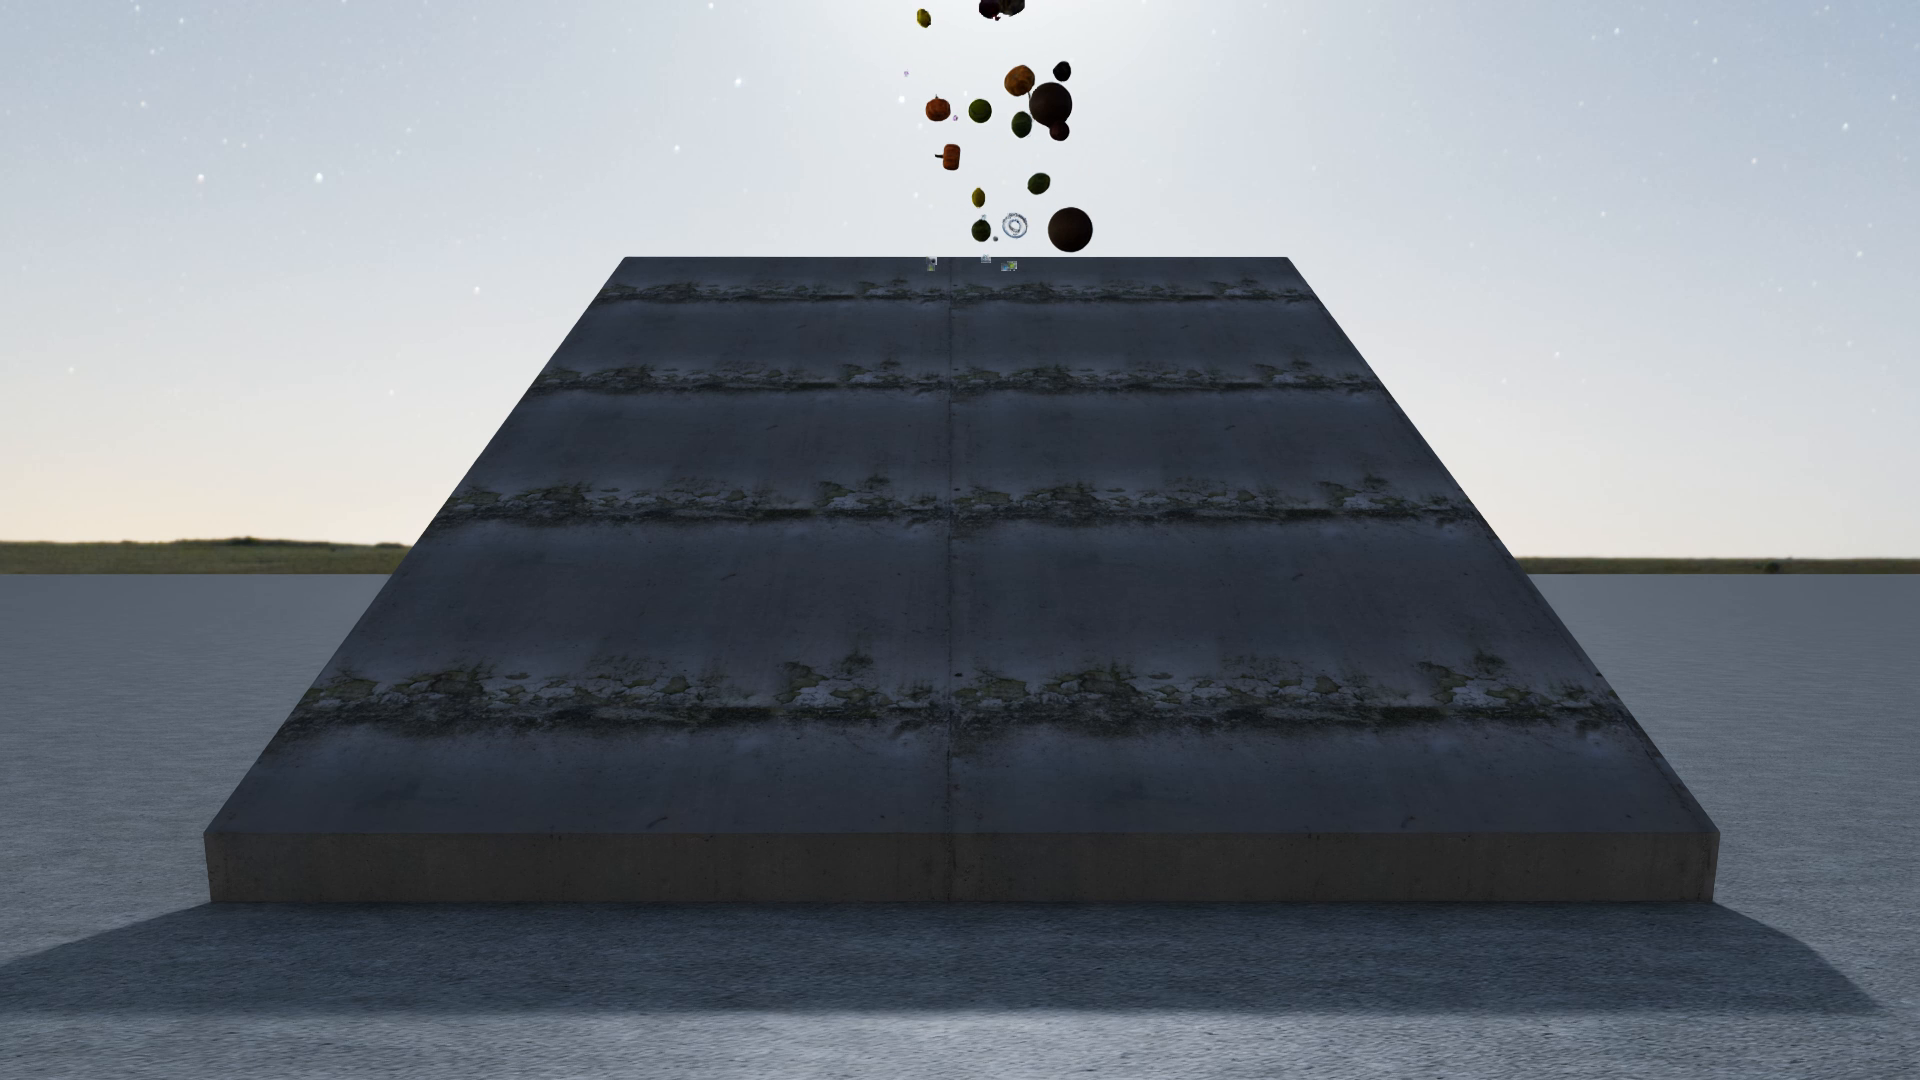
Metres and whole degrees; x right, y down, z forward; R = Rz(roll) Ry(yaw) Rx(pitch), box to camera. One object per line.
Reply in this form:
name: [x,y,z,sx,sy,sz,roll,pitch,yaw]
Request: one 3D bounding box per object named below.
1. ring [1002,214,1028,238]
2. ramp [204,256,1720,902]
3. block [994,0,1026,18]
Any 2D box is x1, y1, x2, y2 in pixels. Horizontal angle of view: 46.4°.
ring: [0.158,-0.902,6.424,0.077,0.077,0.026,0,31,19]
ramp: [-0.004,-0.187,4.866,2.000,0.100,4.000,0,18,0]
block: [0.147,-1.587,6.571,0.064,0.064,0.064,30,51,27]
